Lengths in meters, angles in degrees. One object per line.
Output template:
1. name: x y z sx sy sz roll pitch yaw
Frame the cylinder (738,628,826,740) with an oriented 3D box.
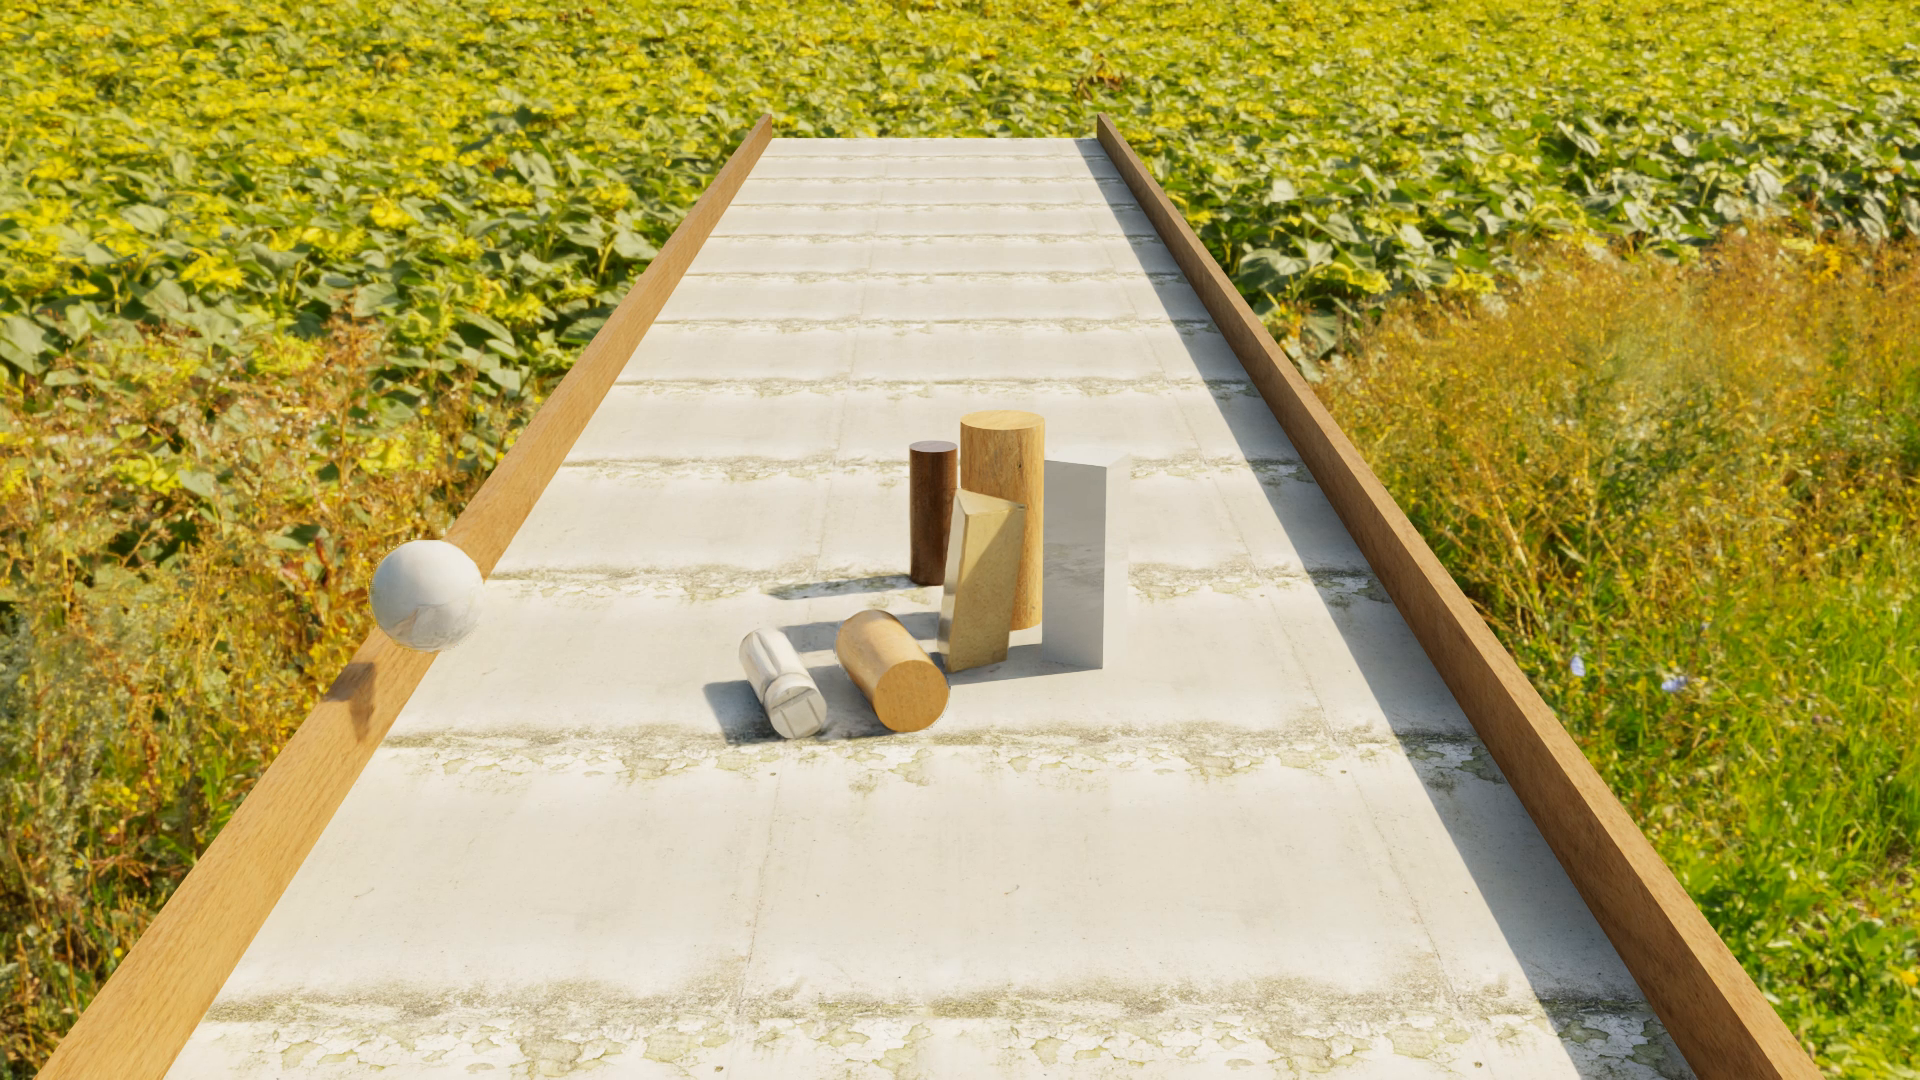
1. cylinder: -0.337 0.267 4.147 0.104 0.104 0.338 -4 17 -15

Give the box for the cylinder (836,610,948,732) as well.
1. cylinder: -0.132 0.244 4.158 0.142 0.142 0.306 -5 17 -16

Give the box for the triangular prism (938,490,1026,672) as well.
1. triangular prism: 0.014 0.075 4.361 0.148 0.330 0.128 -9 25 -38

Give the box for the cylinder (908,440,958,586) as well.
1. cylinder: -0.059 -0.060 4.890 0.108 0.307 0.108 0 17 0

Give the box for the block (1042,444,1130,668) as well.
1. block: 0.251 0.033 4.389 0.132 0.415 0.132 8 18 24

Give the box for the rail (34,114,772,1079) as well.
1. rail: -1.118 -0.838 7.780 0.050 0.150 12.000 0 17 -1

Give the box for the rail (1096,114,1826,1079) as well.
1. rail: 0.932 -0.844 7.801 0.050 0.150 12.000 0 17 -1

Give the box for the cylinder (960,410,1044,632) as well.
1. cylinder: 0.088 -0.042 4.608 0.176 0.433 0.176 0 17 0

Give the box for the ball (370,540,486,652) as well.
1. ball: -0.936 0.097 3.865 0.198 0.198 0.198 0 17 0
